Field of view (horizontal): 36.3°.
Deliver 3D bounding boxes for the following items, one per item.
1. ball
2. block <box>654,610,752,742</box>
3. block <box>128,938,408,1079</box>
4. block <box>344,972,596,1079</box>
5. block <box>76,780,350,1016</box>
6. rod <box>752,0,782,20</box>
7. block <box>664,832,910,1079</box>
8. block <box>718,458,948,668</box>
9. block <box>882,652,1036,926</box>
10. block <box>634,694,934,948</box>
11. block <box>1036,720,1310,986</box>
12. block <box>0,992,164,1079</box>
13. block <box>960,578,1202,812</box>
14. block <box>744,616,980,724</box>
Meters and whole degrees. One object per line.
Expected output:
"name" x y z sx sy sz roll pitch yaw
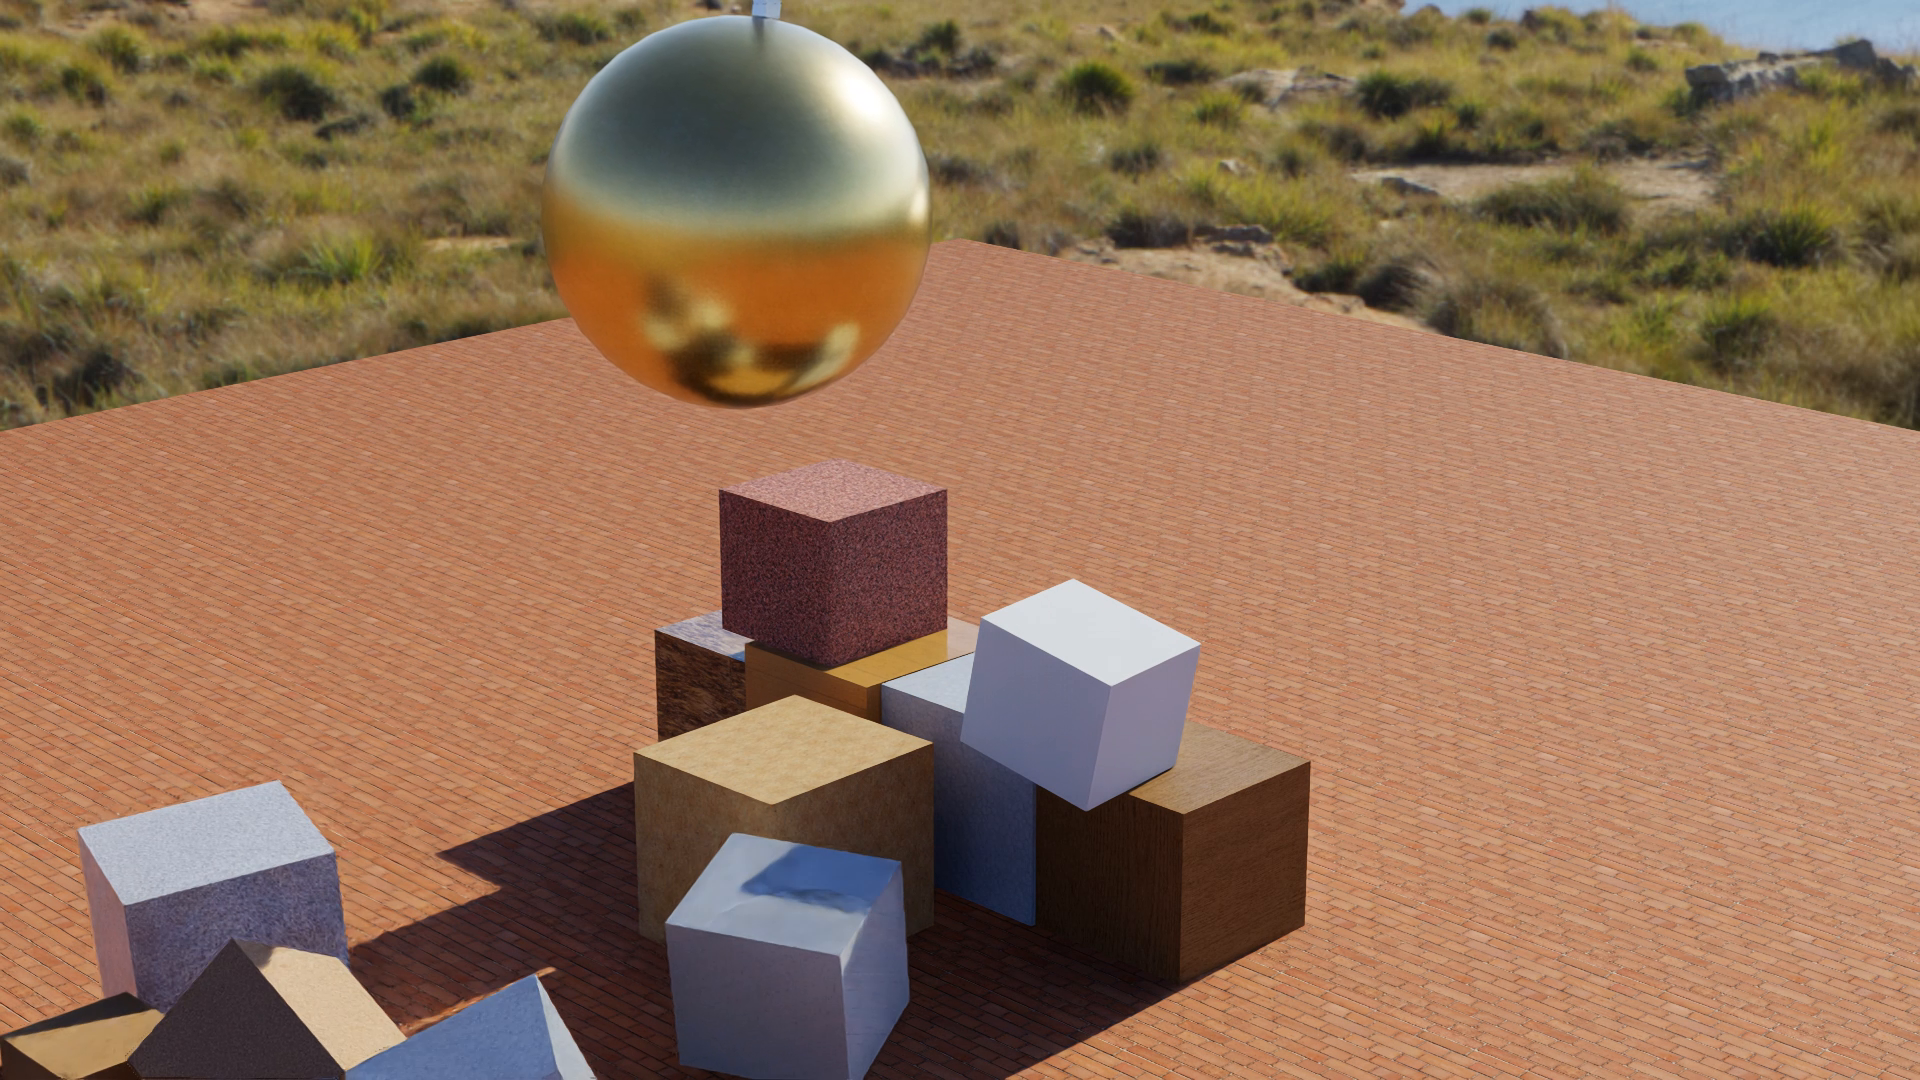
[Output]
"ball" -0.907 -1.333 11.972 1.600 1.600 1.600 0 17 0
"block" -0.951 0.794 14.564 0.804 0.752 0.764 -17 24 -42
"block" -2.404 1.902 10.500 0.671 0.575 0.688 43 4 24
"block" -1.541 2.101 9.898 0.727 0.812 0.696 -27 23 -4
"block" -2.967 1.588 11.733 0.825 0.861 0.774 -13 23 -26
"rod" -0.393 -4.655 11.467 0.080 5.200 0.080 17 12 42
"block" -0.673 1.679 11.640 0.731 0.685 0.653 8 30 18
"block" -0.598 0.091 13.921 0.762 0.697 0.762 17 24 42
"block" 0.285 1.086 13.405 0.949 0.891 0.870 17 24 42
"block" -0.759 1.303 12.760 0.867 0.862 0.958 16 23 41
"block" 0.927 1.329 12.816 0.841 0.780 0.838 -17 24 -42
"block" -3.176 2.074 10.878 0.522 0.520 0.508 -17 24 -42
"block" 0.509 0.648 12.454 0.698 0.601 0.631 27 31 32
"block" -0.379 0.901 13.994 0.960 0.891 0.840 -17 24 -42
